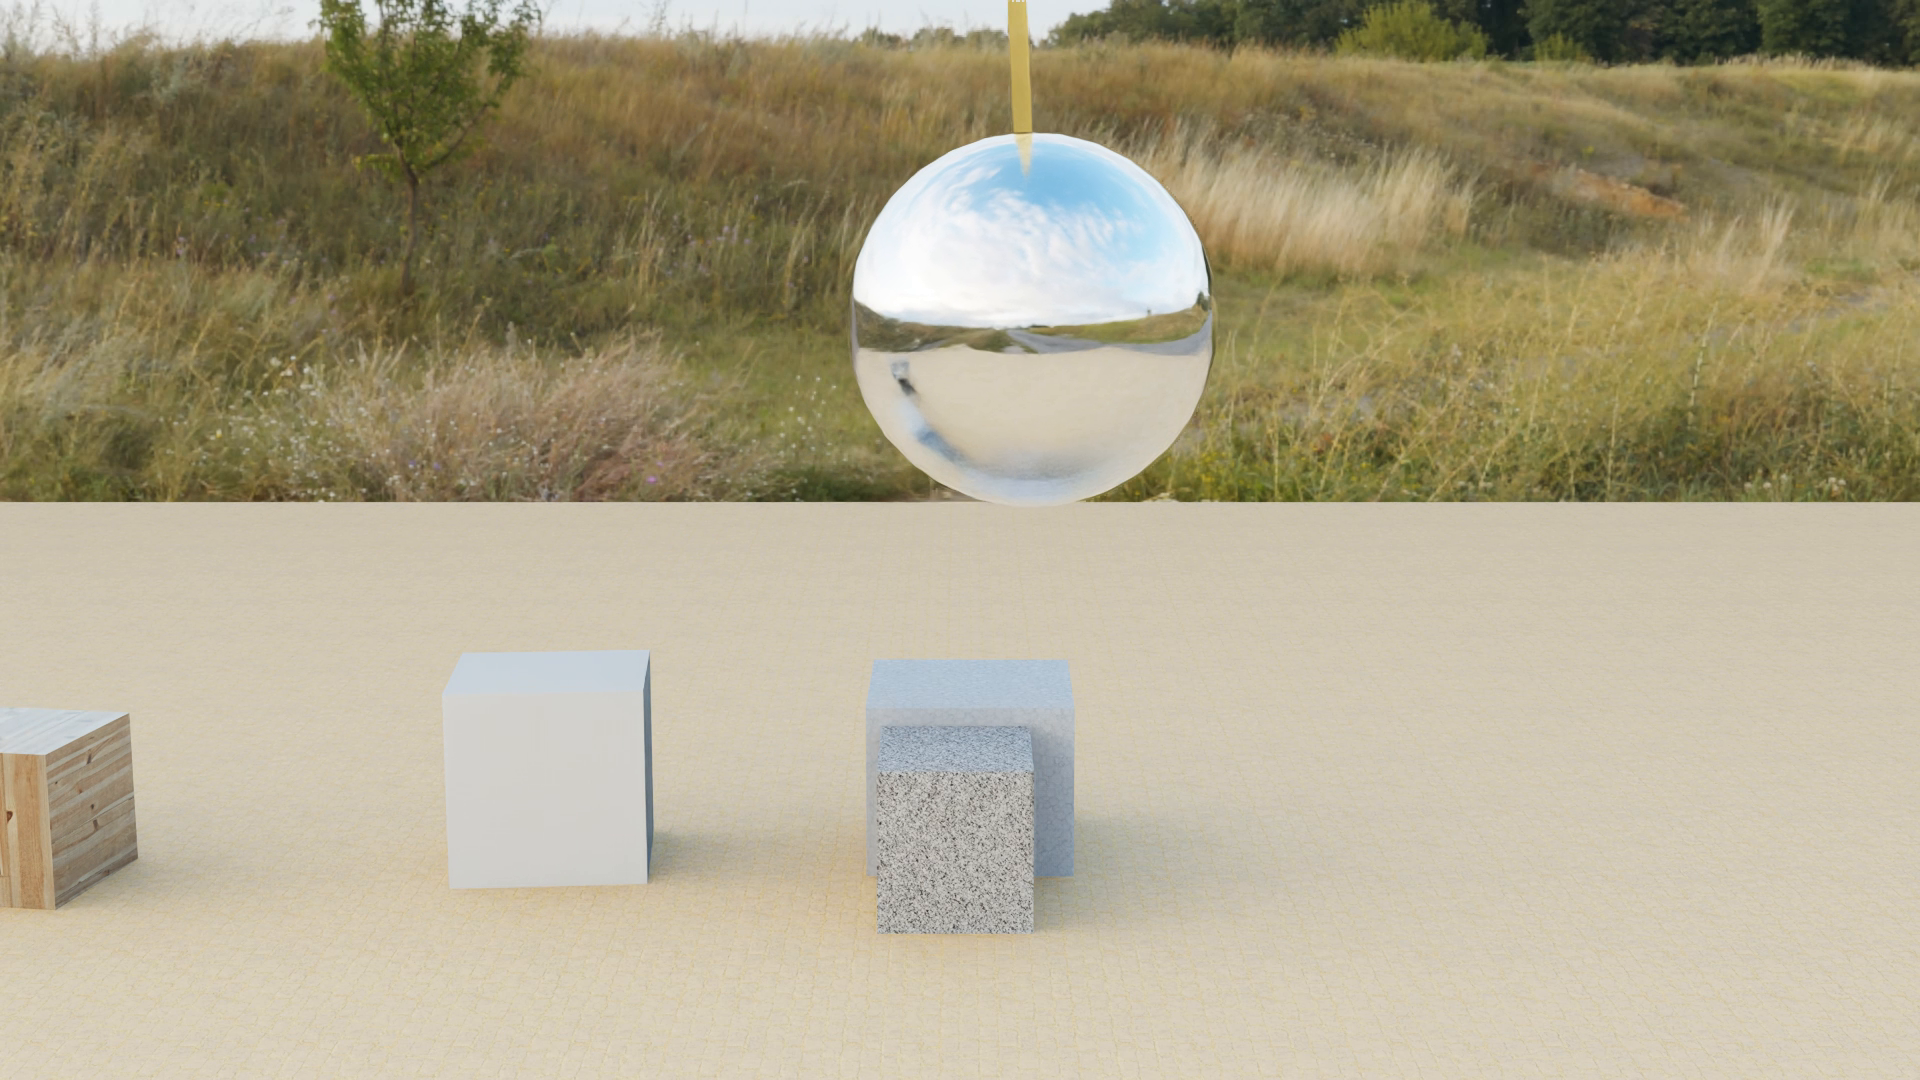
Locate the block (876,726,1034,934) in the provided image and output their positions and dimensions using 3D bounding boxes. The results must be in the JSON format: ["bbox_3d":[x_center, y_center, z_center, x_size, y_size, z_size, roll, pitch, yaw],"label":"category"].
[{"bbox_3d":[-0.020,1.221,10.916,0.645,0.692,0.744,0,10,0],"label":"block"}]

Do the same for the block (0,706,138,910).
[{"bbox_3d":[-4.141,1.163,11.262,0.724,0.682,0.736,2,10,9],"label":"block"}]

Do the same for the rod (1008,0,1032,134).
[{"bbox_3d":[0.133,-4.281,10.402,0.080,5.200,0.080,-3,10,1],"label":"rod"}]

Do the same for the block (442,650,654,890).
[{"bbox_3d":[-1.833,1.016,11.542,0.859,0.872,0.806,-1,10,-5],"label":"block"}]

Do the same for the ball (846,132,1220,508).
[{"bbox_3d":[0.307,-0.940,11.009,1.600,1.600,1.600,0,10,0],"label":"ball"}]

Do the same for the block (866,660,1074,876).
[{"bbox_3d":[0.048,1.029,11.762,0.916,0.768,0.947,0,10,0],"label":"block"}]
